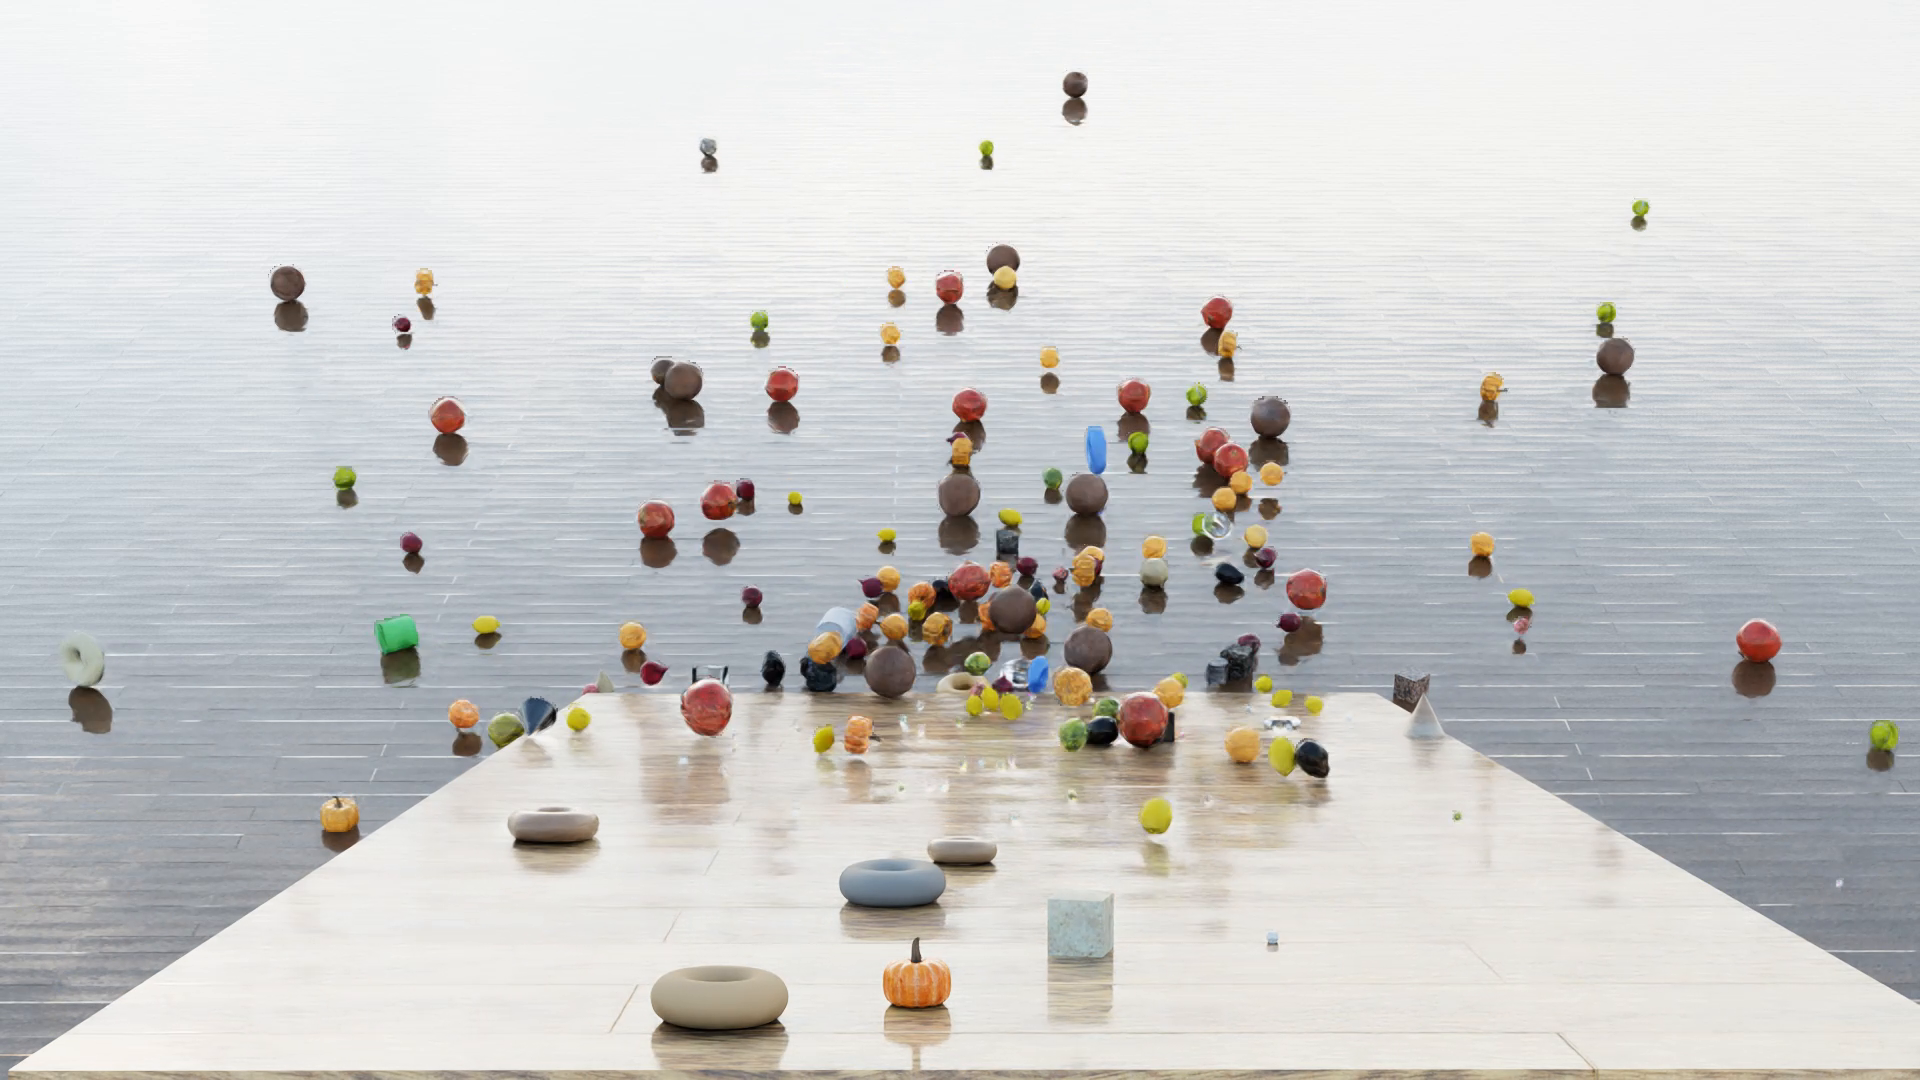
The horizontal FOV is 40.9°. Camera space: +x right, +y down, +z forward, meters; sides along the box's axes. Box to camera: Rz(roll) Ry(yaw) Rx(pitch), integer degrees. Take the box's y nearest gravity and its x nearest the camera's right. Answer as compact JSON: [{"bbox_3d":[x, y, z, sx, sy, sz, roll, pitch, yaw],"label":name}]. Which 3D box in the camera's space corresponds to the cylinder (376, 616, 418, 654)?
[{"bbox_3d":[-1.519,0.255,6.954,0.086,0.086,0.086,-15,28,-25],"label":"cylinder"}]

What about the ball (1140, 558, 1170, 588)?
[{"bbox_3d":[0.552,0.093,7.319,0.084,0.084,0.084,0,24,0],"label":"ball"}]

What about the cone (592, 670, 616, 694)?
[{"bbox_3d":[-0.935,0.365,6.748,0.060,0.060,0.060,0,24,0],"label":"cone"}]

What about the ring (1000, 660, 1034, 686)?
[{"bbox_3d":[0.163,0.351,6.805,0.118,0.039,0.118,0,24,0],"label":"ring"}]

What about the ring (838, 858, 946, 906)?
[{"bbox_3d":[-0.092,0.467,3.514,0.146,0.049,0.146,-1,3,0],"label":"ring"}]

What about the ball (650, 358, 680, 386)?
[{"bbox_3d":[-1.003,-0.572,8.767,0.097,0.097,0.097,0,24,0],"label":"ball"}]

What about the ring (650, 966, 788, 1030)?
[{"bbox_3d":[-0.259,0.492,2.775,0.149,0.050,0.149,1,1,0],"label":"ring"}]

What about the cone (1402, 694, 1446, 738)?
[{"bbox_3d":[0.999,0.374,5.554,0.094,0.094,0.094,0,2,0],"label":"cone"}]

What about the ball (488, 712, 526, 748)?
[{"bbox_3d":[-1.137,0.479,6.461,0.091,0.091,0.091,0,24,0],"label":"ball"}]

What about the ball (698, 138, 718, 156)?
[{"bbox_3d":[-1.107,-1.731,11.336,0.083,0.083,0.083,0,24,0],"label":"ball"}]

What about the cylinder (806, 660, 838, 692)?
[{"bbox_3d":[-0.356,0.353,6.613,0.080,0.080,0.080,-1,-13,-3],"label":"cylinder"}]

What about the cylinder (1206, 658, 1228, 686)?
[{"bbox_3d":[0.679,0.346,6.798,0.054,0.054,0.054,0,25,0],"label":"cylinder"}]

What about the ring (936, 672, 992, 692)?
[{"bbox_3d":[0.010,0.393,6.701,0.150,0.050,0.150,-1,25,0],"label":"ring"}]

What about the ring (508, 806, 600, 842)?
[{"bbox_3d":[-0.643,0.449,4.075,0.144,0.048,0.144,1,1,0],"label":"ring"}]

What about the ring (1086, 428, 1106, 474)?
[{"bbox_3d":[0.425,-0.278,8.046,0.048,0.145,0.145,-4,25,-6],"label":"ring"}]

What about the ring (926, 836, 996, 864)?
[{"bbox_3d":[0.003,0.462,3.844,0.106,0.035,0.106,1,-2,0],"label":"ring"}]

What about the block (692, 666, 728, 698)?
[{"bbox_3d":[-0.624,0.354,6.439,0.077,0.077,0.077,0,2,4],"label":"block"}]

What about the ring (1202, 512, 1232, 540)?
[{"bbox_3d":[0.757,-0.042,7.588,0.093,0.031,0.093,7,56,-11],"label":"ring"}]

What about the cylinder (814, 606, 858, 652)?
[{"bbox_3d":[-0.336,0.243,6.979,0.093,0.093,0.093,6,25,13],"label":"cylinder"}]

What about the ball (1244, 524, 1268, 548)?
[{"bbox_3d":[0.869,-0.010,7.562,0.070,0.070,0.070,0,24,0],"label":"ball"}]

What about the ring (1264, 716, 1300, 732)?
[{"bbox_3d":[0.708,0.404,5.669,0.083,0.028,0.083,-1,2,0],"label":"ring"}]

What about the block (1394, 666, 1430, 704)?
[{"bbox_3d":[1.177,0.377,6.717,0.065,0.065,0.065,22,33,40],"label":"block"}]

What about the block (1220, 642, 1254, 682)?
[{"bbox_3d":[0.734,0.323,6.832,0.068,0.068,0.068,12,27,25],"label":"block"}]

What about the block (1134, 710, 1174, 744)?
[{"bbox_3d":[0.411,0.395,5.449,0.060,0.060,0.060,-2,2,-39],"label":"block"}]

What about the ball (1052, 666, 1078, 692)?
[{"bbox_3d":[0.267,0.355,6.585,0.067,0.067,0.067,0,24,0],"label":"ball"}]

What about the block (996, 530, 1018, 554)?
[{"bbox_3d":[0.138,0.005,7.549,0.053,0.053,0.053,-5,25,-10],"label":"block"}]

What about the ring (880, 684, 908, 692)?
[{"bbox_3d":[-0.171,0.401,6.712,0.077,0.026,0.077,1,25,0],"label":"ring"}]

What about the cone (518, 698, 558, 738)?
[{"bbox_3d":[-0.922,0.402,5.567,0.088,0.088,0.088,1,29,3],"label":"cone"}]

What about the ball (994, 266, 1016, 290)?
[{"bbox_3d":[0.169,-0.985,9.688,0.087,0.087,0.087,0,24,0],"label":"ball"}]

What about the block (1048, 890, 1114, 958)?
[{"bbox_3d":[0.148,0.469,3.155,0.068,0.068,0.068,0,2,15],"label":"block"}]

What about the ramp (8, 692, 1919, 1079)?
[{"bbox_3d":[0.056,0.506,4.550,2.000,0.100,4.000,0,2,0],"label":"ramp"}]
